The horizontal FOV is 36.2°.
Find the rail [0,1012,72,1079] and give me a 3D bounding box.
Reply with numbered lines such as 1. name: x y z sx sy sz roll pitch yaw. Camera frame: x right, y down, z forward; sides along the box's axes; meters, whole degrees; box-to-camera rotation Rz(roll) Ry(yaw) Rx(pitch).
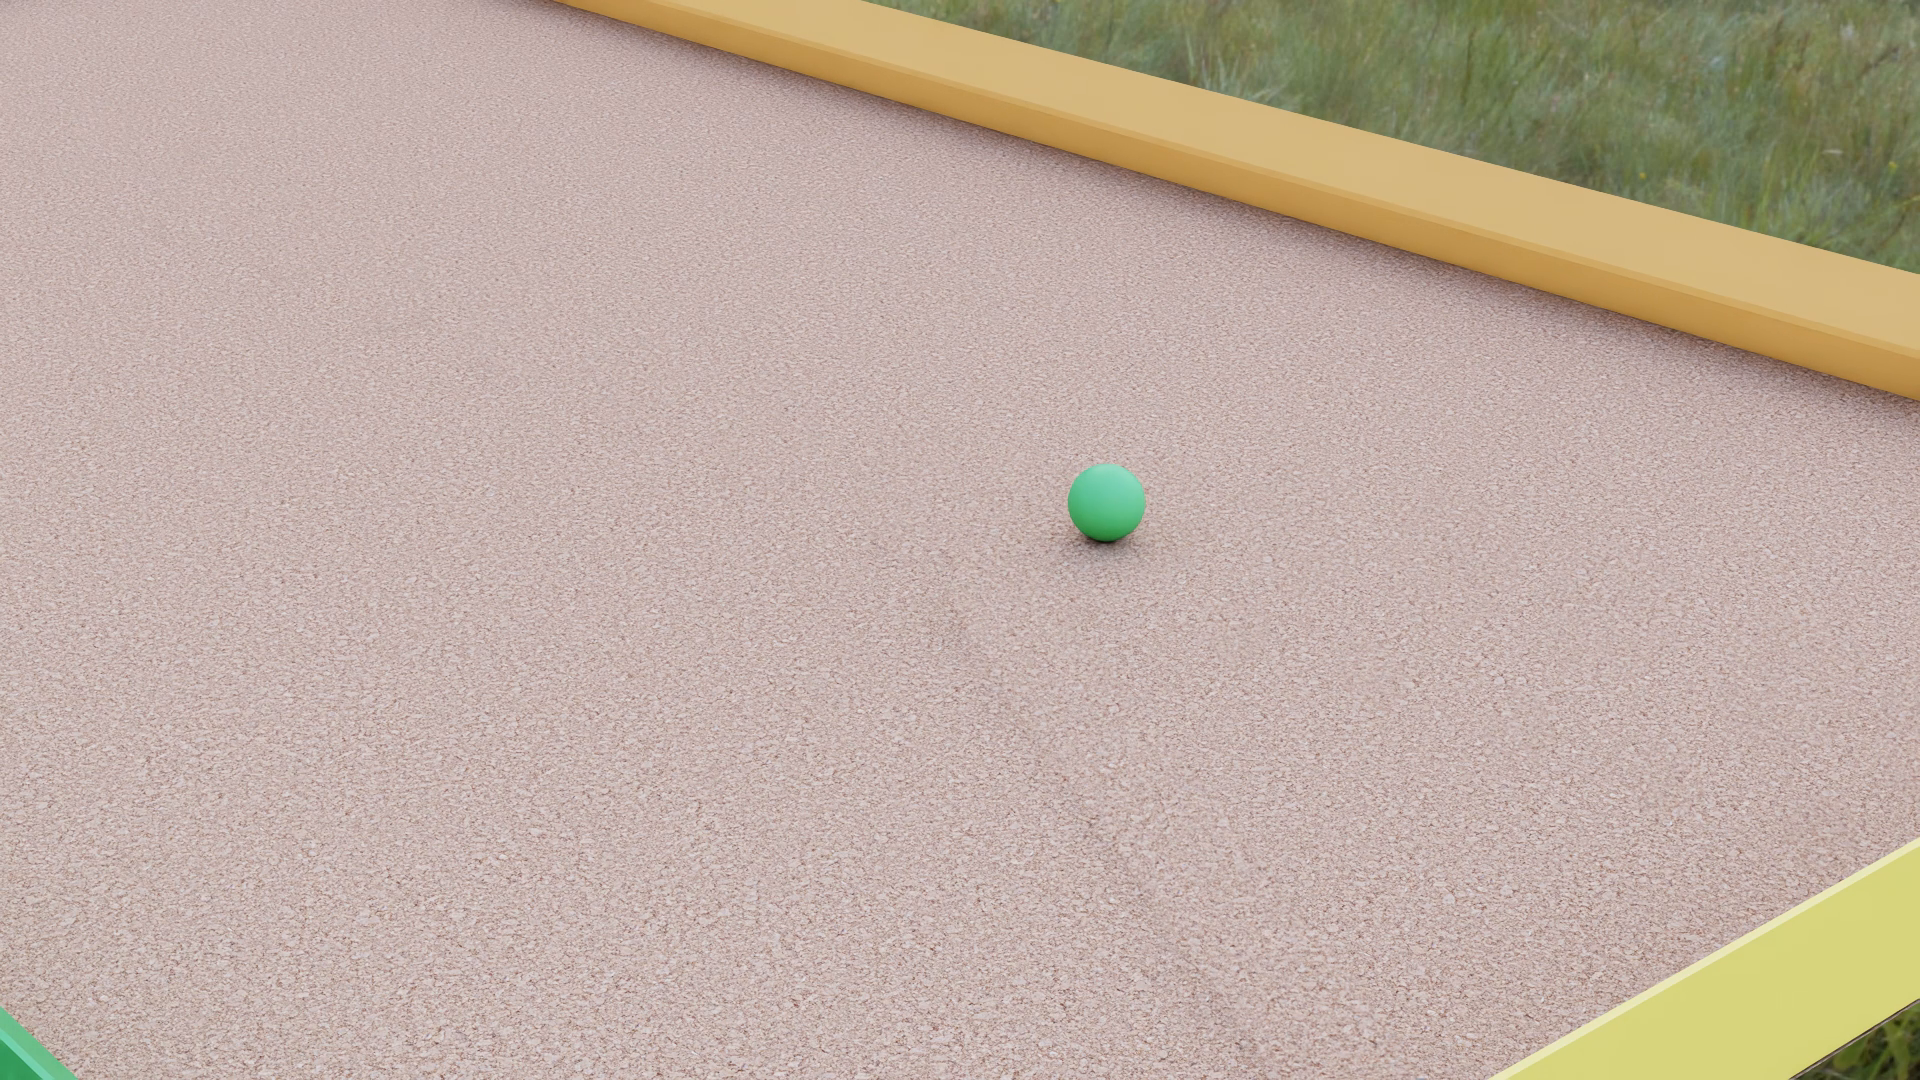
1. rail: -1.300 -0.049 2.457 0.045 0.120 3.568 -18 29 -37

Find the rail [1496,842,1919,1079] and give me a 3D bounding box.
1. rail: 0.568 0.225 1.802 1.942 0.120 0.045 -18 29 -37

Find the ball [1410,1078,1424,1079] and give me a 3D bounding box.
1. ball: 0.253 0.331 1.618 0.068 0.068 0.068 0 23 0

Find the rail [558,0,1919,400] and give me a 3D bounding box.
1. rail: 0.132 -0.527 3.602 0.045 0.120 3.568 -18 29 -37

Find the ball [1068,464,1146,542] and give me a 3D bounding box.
1. ball: 0.124 -0.032 2.488 0.066 0.066 0.066 0 23 0
